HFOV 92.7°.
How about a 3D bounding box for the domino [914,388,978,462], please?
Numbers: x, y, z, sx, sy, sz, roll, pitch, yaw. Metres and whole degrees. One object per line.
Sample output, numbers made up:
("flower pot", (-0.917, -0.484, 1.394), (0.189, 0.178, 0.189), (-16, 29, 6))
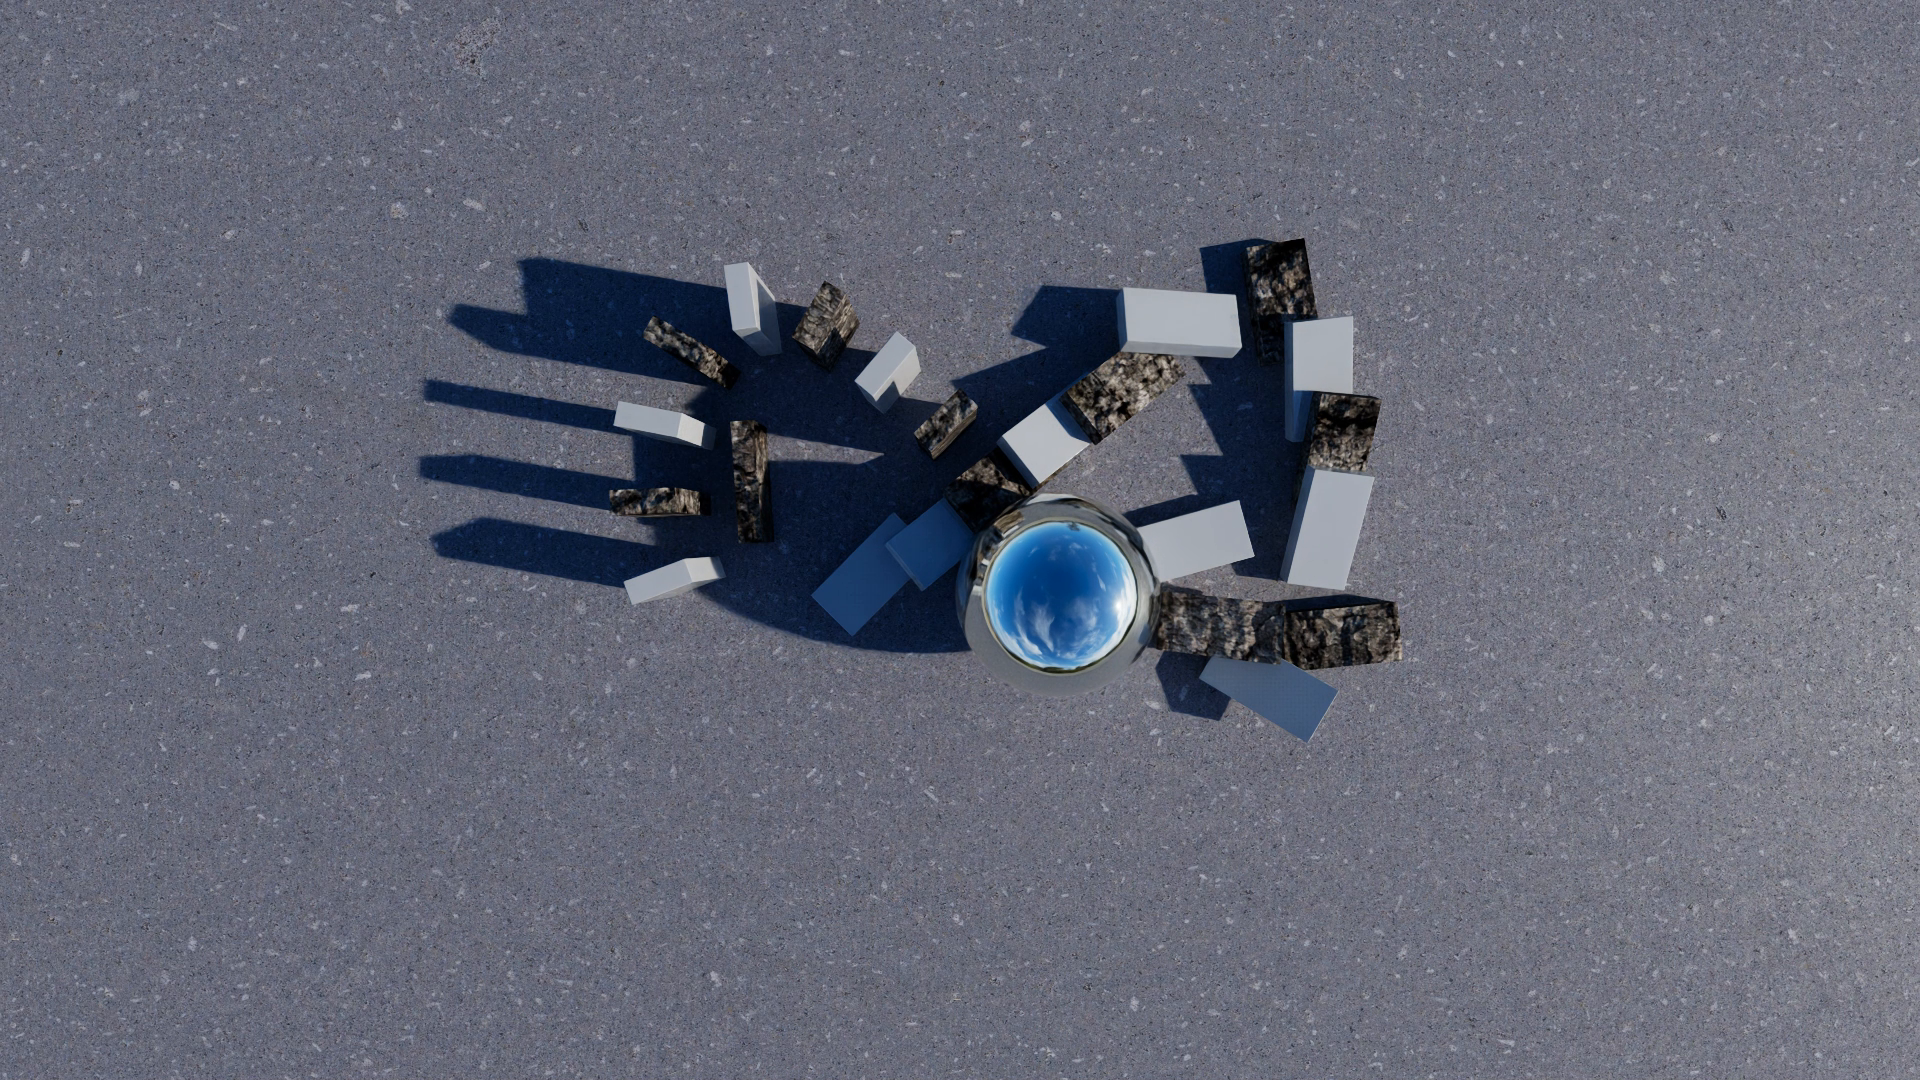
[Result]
("domino", (-0.006, -0.046, 0.375), (0.025, 0.050, 0.009), (-44, 90, 0))

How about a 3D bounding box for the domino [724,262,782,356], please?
("domino", (-0.084, -0.093, 0.375), (0.010, 0.050, 0.025), (-8, 90, 0))

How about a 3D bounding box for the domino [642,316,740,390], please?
("domino", (-0.109, -0.076, 0.375), (0.025, 0.050, 0.010), (30, 90, 0))

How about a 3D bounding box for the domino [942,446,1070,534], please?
("domino", (0.019, -0.026, 0.388), (0.050, 0.010, 0.025), (-39, 90, -17))

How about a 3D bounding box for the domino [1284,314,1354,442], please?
("domino", (0.152, -0.068, 0.388), (0.025, 0.010, 0.050), (-6, 106, 0))

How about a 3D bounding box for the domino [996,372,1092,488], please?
("domino", (0.043, -0.047, 0.388), (0.050, 0.009, 0.025), (-38, 90, -18))

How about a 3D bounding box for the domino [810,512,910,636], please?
("domino", (-0.037, 0.015, 0.395), (0.025, 0.010, 0.050), (45, 90, 0))

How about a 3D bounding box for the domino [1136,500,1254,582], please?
("domino", (0.098, 0.002, 0.395), (0.050, 0.010, 0.025), (-15, 90, 0))

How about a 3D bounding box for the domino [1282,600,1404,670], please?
("domino", (0.163, 0.041, 0.395), (0.050, 0.010, 0.025), (-6, 90, 0))

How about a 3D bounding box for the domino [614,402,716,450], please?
("domino", (-0.119, -0.046, 0.375), (0.025, 0.050, 0.010), (11, 90, 0))

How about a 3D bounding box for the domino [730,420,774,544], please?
("domino", (-0.088, -0.024, 0.388), (0.010, 0.025, 0.050), (-4, 90, 0))

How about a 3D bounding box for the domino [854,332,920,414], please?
("domino", (-0.029, -0.067, 0.375), (0.009, 0.050, 0.025), (40, 90, 0))

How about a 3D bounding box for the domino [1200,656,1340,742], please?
("domino", (0.130, 0.061, 0.387), (0.050, 0.010, 0.025), (31, 92, 19))

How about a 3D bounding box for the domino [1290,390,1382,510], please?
("domino", (0.159, -0.036, 0.388), (0.025, 0.009, 0.050), (5, 107, -1))

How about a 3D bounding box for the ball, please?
("ball", (0.038, 0.021, 0.360), (0.080, 0.080, 0.080), (0, 90, 0))

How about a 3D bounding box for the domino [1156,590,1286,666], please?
("domino", (0.110, 0.037, 0.387), (0.050, 0.009, 0.025), (5, 84, 18))

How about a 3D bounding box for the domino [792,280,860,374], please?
("domino", (-0.054, -0.086, 0.375), (0.009, 0.050, 0.025), (30, 90, 0))

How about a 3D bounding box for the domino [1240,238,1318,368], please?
("domino", (0.139, -0.102, 0.395), (0.025, 0.010, 0.050), (-10, 90, 0))

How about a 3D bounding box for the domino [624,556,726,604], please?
("domino", (-0.115, 0.016, 0.375), (0.025, 0.050, 0.010), (-20, 90, 0))

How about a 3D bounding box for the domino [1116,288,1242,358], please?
("domino", (0.092, -0.092, 0.388), (0.050, 0.009, 0.025), (1, 73, -9))

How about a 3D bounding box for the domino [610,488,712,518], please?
("domino", (-0.121, -0.015, 0.375), (0.025, 0.050, 0.009), (-3, 90, 0))

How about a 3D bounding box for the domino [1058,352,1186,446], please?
("domino", (0.069, -0.065, 0.388), (0.050, 0.010, 0.025), (-38, 90, -17))

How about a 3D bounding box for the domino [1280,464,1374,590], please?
("domino", (0.155, -0.005, 0.388), (0.025, 0.009, 0.050), (7, 107, -2))

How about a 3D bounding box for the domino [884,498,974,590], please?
("domino", (-0.004, -0.004, 0.389), (0.050, 0.009, 0.025), (-39, 90, -16))
